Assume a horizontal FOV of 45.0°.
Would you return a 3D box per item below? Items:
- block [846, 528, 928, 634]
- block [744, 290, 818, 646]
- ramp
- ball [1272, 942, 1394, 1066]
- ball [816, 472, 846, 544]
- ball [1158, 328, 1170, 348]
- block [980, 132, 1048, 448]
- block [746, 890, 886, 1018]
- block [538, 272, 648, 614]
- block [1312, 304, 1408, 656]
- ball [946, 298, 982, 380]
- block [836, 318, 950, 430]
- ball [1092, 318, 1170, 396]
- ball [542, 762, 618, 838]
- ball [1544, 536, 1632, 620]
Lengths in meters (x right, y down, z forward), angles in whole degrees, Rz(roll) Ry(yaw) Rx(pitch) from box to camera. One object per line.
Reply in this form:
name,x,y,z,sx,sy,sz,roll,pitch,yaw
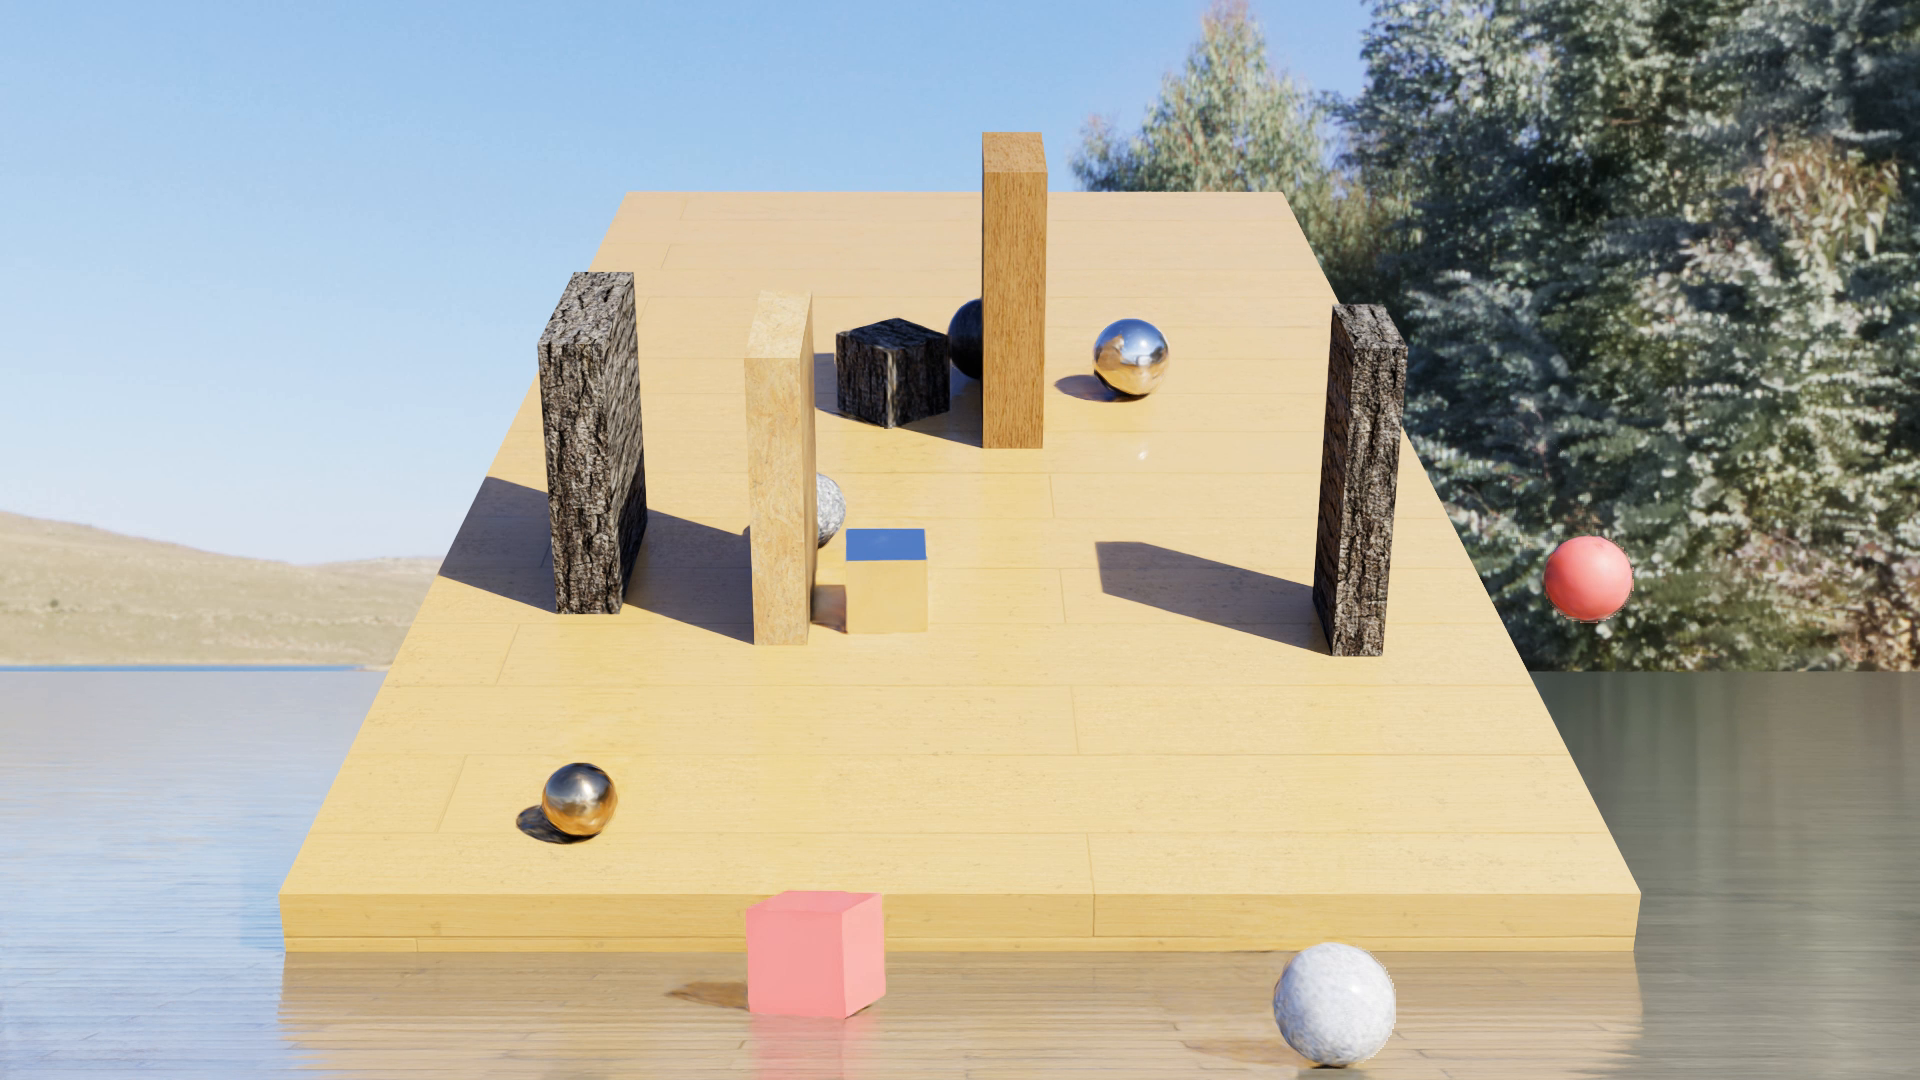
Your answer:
block,-0.135,0.075,4.245,0.146,0.146,0.146,-1,23,-2
block,-0.322,-0.138,4.234,0.094,0.544,0.391,0,23,0
ramp,-0.008,-0.226,5.255,2.000,0.100,4.000,0,23,0
ball,0.398,0.494,2.469,0.129,0.129,0.129,0,-3,0
ball,-0.298,-0.062,4.560,0.146,0.146,0.146,0,-3,0
ball,0.437,-0.452,5.498,0.123,0.123,0.123,0,-3,0
block,0.116,-0.554,5.110,0.132,0.616,0.360,0,23,0
block,-0.178,0.511,2.869,0.128,0.128,0.128,-1,2,20
block,-0.688,-0.191,4.378,0.115,0.525,0.440,0,23,0
block,0.708,-0.106,4.123,0.090,0.578,0.246,0,23,0
ball,0.066,-0.473,5.449,0.199,0.199,0.199,0,-3,0
block,-0.152,-0.380,5.256,0.181,0.181,0.181,-19,30,-37
ball,0.395,-0.422,5.354,0.182,0.182,0.182,0,-3,0
ball,-0.581,0.396,3.537,0.114,0.114,0.114,0,-3,0
ball,1.339,0.081,4.939,0.181,0.181,0.181,0,-3,0
